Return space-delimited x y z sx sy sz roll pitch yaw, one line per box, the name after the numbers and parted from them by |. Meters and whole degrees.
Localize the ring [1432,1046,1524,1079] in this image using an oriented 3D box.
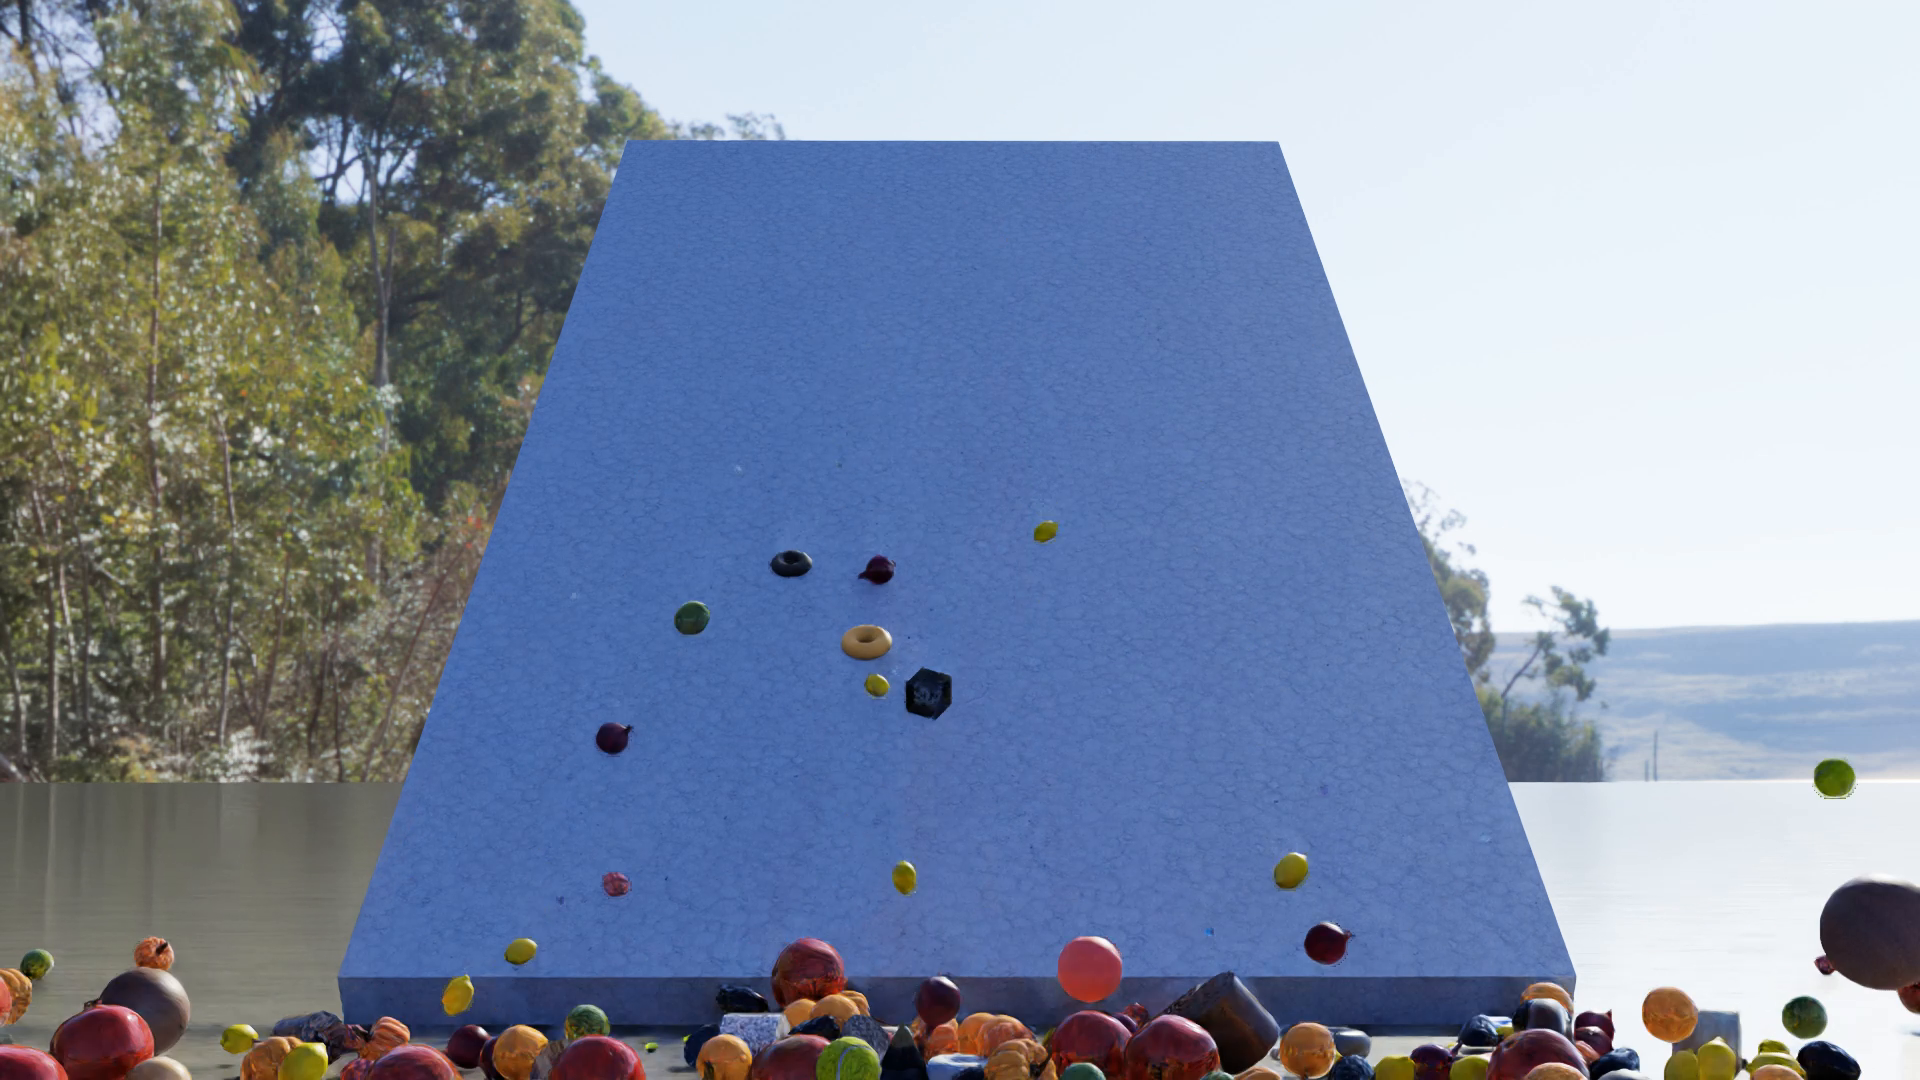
0.691 0.702 3.201 0.121 0.040 0.121 0 -4 0 | ring

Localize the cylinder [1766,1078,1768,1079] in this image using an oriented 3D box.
0.893 0.631 2.620 0.066 0.066 0.066 1 5 -7 | cylinder

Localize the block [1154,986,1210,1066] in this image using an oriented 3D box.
0.340 0.687 3.409 0.079 0.079 0.079 -41 -21 17 | block

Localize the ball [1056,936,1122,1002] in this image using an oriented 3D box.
0.181 0.599 3.349 0.092 0.092 0.092 0 -6 0 | ball

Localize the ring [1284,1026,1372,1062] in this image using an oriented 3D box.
0.530 0.727 3.459 0.126 0.042 0.126 1 -6 0 | ring

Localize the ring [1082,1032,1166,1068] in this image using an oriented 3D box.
0.233 0.720 3.386 0.122 0.041 0.122 -1 -5 0 | ring

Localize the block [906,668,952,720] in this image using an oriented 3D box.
-0.060 0.291 4.553 0.063 0.063 0.063 15 32 25 | block

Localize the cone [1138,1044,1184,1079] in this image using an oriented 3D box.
0.277 0.703 3.149 0.062 0.062 0.062 -6 -35 47 | cone

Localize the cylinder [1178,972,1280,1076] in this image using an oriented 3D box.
0.367 0.658 3.264 0.099 0.099 0.099 -41 6 5 | cylinder

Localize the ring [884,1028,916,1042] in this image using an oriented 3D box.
-0.119 0.722 3.444 0.115 0.038 0.115 -1 -16 0 | ring

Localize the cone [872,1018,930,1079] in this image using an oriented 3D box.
-0.076 0.680 3.204 0.083 0.083 0.083 0 -6 0 | cone

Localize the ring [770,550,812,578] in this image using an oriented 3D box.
-0.353 0.050 5.024 0.087 0.029 0.087 1 28 0 | ring

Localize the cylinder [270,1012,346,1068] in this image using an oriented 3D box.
-0.898 0.689 3.303 0.073 0.073 0.073 -14 -13 39 | cylinder

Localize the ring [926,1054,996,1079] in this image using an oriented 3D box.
0.001 0.701 3.172 0.094 0.031 0.094 2 -1 0 | ring

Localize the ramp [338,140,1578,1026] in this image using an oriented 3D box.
-0.012 -0.218 5.645 2.000 0.100 4.000 0 29 0 | ramp

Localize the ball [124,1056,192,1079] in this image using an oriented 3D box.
-0.929 0.640 2.778 0.081 0.081 0.081 0 -6 0 | ball

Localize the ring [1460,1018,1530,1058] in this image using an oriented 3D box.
0.806 0.729 3.512 0.145 0.048 0.145 1 -5 0 | ring

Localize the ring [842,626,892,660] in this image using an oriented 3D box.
-0.185 0.202 4.745 0.101 0.034 0.101 -1 29 0 | ring

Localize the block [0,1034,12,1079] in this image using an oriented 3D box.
-1.173 0.635 2.810 0.097 0.097 0.097 1 -6 -12 | block

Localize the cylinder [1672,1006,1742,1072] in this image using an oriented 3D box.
1.034 0.690 3.321 0.086 0.086 0.086 -2 -6 21 | cylinder

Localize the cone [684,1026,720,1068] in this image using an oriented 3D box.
-0.346 0.726 3.387 0.062 0.062 0.062 -4 -34 36 | cone

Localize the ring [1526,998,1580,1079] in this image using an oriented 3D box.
0.720 0.624 2.908 0.046 0.137 0.137 -12 -9 18 | ring

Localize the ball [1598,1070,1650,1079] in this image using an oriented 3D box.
0.726 0.621 2.613 0.086 0.086 0.086 0 -6 0 | ball

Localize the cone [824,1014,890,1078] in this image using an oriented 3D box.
-0.156 0.708 3.275 0.092 0.092 0.092 -37 -27 32 | cone

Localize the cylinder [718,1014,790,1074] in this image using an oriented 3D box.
-0.280 0.688 3.281 0.080 0.080 0.080 -2 -6 11 | cylinder

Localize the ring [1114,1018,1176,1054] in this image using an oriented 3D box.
0.291 0.734 3.546 0.131 0.044 0.131 1 -3 0 | ring
